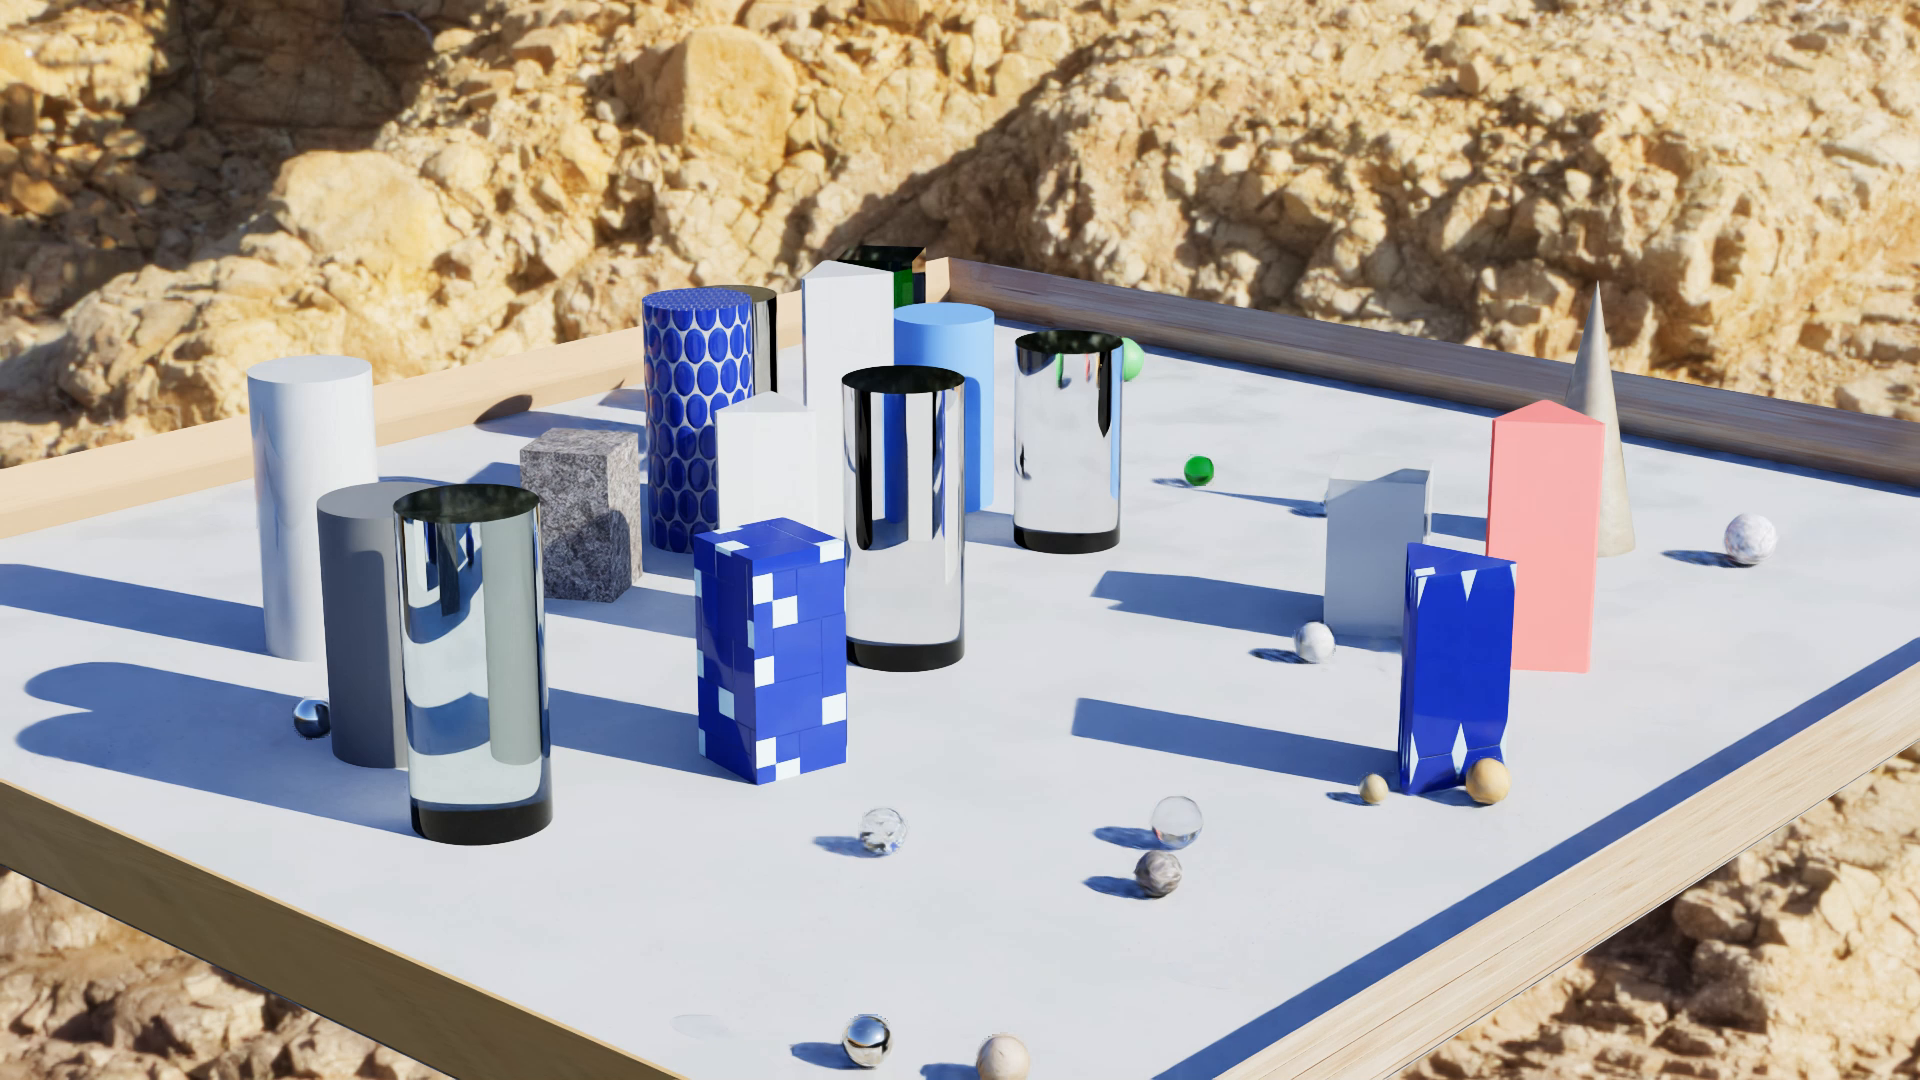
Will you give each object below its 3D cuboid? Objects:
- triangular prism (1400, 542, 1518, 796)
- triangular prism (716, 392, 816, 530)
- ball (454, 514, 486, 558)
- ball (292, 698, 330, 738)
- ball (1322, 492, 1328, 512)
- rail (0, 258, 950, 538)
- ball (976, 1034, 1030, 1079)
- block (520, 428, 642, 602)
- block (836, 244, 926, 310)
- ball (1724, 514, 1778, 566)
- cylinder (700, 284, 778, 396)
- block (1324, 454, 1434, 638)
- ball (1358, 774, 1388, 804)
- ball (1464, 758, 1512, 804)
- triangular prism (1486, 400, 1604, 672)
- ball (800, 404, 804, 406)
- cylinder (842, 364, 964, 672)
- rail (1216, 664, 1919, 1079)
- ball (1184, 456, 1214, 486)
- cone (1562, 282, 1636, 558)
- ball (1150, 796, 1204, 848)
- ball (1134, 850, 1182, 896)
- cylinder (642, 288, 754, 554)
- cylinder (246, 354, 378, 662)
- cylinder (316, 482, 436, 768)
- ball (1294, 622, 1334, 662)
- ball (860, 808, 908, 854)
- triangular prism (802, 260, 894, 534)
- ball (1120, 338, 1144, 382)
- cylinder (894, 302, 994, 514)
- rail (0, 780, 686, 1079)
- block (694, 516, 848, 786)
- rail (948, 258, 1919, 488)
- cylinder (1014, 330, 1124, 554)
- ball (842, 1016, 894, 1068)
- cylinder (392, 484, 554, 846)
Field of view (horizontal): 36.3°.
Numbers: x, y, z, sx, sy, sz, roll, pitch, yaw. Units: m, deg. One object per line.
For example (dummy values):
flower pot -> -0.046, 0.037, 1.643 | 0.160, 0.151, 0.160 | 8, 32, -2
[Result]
triangular prism -> 0.690, 0.181, 4.284 | 0.173, 0.329, 0.149 | -7, 18, -23
triangular prism -> -0.340, -0.094, 5.219 | 0.173, 0.315, 0.149 | 0, 17, 0
ball -> -0.904, -0.007, 5.342 | 0.079, 0.079, 0.079 | 0, 17, 0
ball -> -0.981, 0.270, 4.452 | 0.062, 0.062, 0.062 | 0, 17, 0
ball -> 0.722, -0.073, 5.595 | 0.059, 0.059, 0.059 | 0, 17, 0
rail -> -1.169, -0.260, 6.092 | 0.045, 0.129, 3.528 | 14, 22, 39
ball -> 0.050, 0.599, 3.359 | 0.063, 0.063, 0.063 | 0, 17, 0
block -> -0.663, -0.045, 5.146 | 0.159, 0.265, 0.159 | 4, 17, 13
block -> -0.164, -0.416, 6.175 | 0.159, 0.381, 0.159 | 3, 17, 9
ball -> 1.428, -0.002, 5.298 | 0.094, 0.094, 0.094 | 0, 17, 0
cylinder -> -0.471, -0.341, 6.014 | 0.199, 0.331, 0.199 | 0, 17, 0
block -> 0.707, 0.010, 4.954 | 0.159, 0.270, 0.159 | 4, 17, 13
ball -> 0.592, 0.357, 4.199 | 0.042, 0.042, 0.042 | 0, 17, 0
ball -> 0.756, 0.345, 4.195 | 0.066, 0.066, 0.066 | 0, 17, 0
triangular prism -> 0.943, -0.009, 4.767 | 0.173, 0.414, 0.149 | 3, 17, 9
ball -> -0.345, -0.251, 6.162 | 0.073, 0.073, 0.073 | 0, 17, 0
cylinder -> -0.091, -0.036, 4.772 | 0.199, 0.463, 0.199 | 0, 17, 0
rail -> 1.169, 0.325, 4.148 | 0.045, 0.129, 3.528 | 14, 22, 39
ball -> 0.474, -0.137, 5.803 | 0.061, 0.061, 0.061 | 0, 17, 0
cone -> 1.153, -0.234, 5.371 | 0.199, 0.497, 0.199 | 0, 17, 0
ball -> 0.299, 0.388, 4.040 | 0.073, 0.073, 0.073 | 0, 17, 0
ball -> 0.262, 0.441, 3.883 | 0.062, 0.062, 0.062 | 0, 17, 0
cylinder -> -0.479, -0.221, 5.399 | 0.199, 0.455, 0.199 | 0, 17, 0
cylinder -> -1.055, -0.053, 4.820 | 0.199, 0.469, 0.199 | 0, 17, 0
cylinder -> -0.847, 0.125, 4.373 | 0.199, 0.385, 0.199 | 0, 17, 0
ball -> 0.578, 0.167, 4.788 | 0.065, 0.065, 0.065 | 0, 17, 0
ball -> -0.105, 0.399, 4.018 | 0.065, 0.065, 0.065 | 0, 17, 0
triangular prism -> -0.228, -0.269, 5.500 | 0.173, 0.490, 0.149 | -5, 18, -17
ball -> 0.367, -0.409, 6.642 | 0.099, 0.099, 0.099 | 0, 17, 0
cylinder -> -0.034, -0.255, 5.658 | 0.199, 0.371, 0.199 | 0, 17, 0
rail -> -1.141, 0.411, 3.861 | 3.144, 0.129, 0.045 | 14, 22, 39
block -> -0.279, 0.161, 4.325 | 0.159, 0.343, 0.159 | -12, 21, -35
rail -> 1.141, -0.347, 6.378 | 3.144, 0.129, 0.045 | 14, 22, 39
cylinder -> 0.199, -0.182, 5.407 | 0.199, 0.376, 0.199 | 0, 17, 0
ball -> -0.107, 0.584, 3.414 | 0.059, 0.059, 0.059 | 0, 17, 0
cylinder -> -0.675, 0.172, 4.080 | 0.199, 0.464, 0.199 | 0, 17, 0
